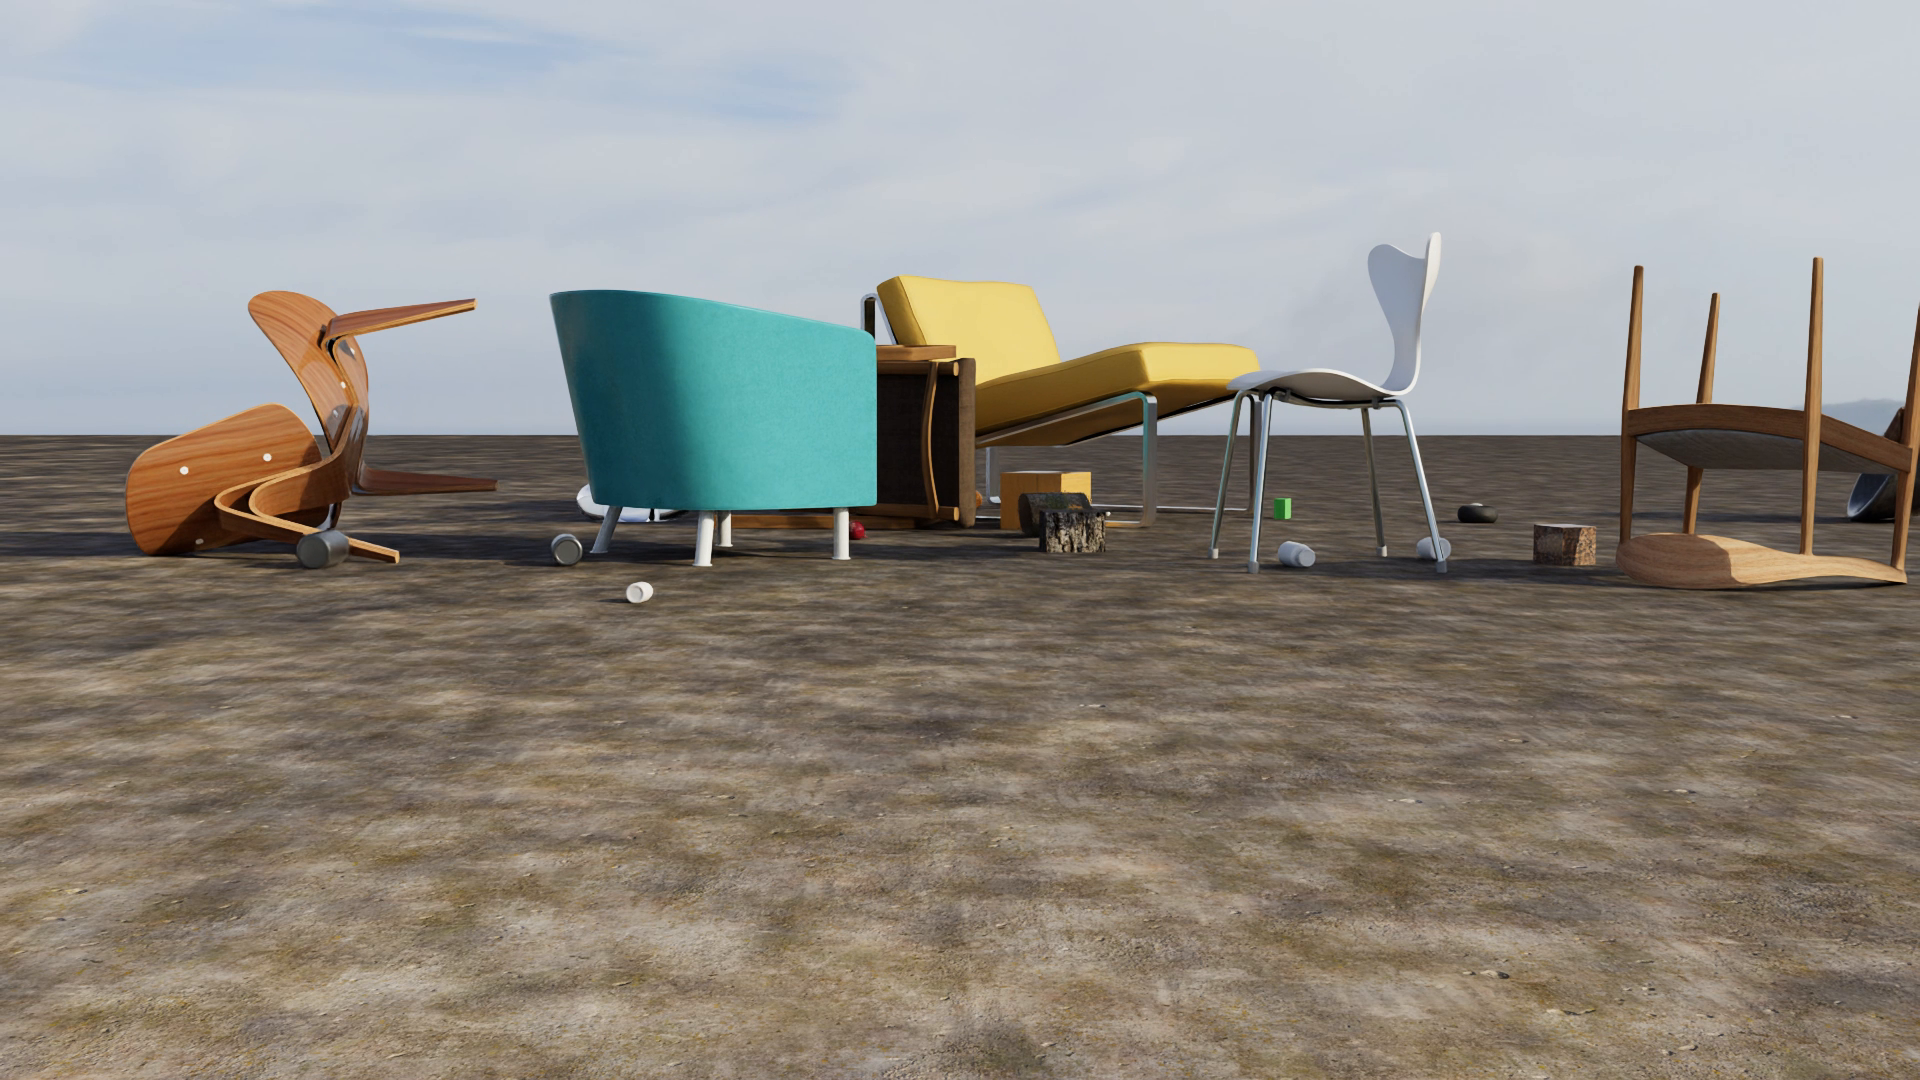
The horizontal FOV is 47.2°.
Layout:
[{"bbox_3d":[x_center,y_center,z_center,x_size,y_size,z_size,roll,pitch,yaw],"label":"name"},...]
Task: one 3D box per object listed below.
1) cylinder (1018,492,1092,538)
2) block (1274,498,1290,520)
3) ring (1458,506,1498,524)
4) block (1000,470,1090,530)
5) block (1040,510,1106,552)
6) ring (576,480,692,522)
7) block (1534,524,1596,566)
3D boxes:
[{"bbox_3d":[0.289,-0.076,6.675,0.188,0.116,0.179,-1,33,-14],"label":"cylinder"},{"bbox_3d":[1.121,-0.109,7.643,0.039,0.068,0.077,2,4,23],"label":"block"},{"bbox_3d":[1.744,-0.086,7.406,0.137,0.055,0.124,0,5,-16],"label":"ring"},{"bbox_3d":[0.277,-0.128,7.089,0.219,0.180,0.204,2,5,30],"label":"block"},{"bbox_3d":[0.312,-0.027,6.132,0.163,0.110,0.174,0,4,-4],"label":"block"},{"bbox_3d":[-1.124,-0.133,7.592,0.424,0.126,0.364,4,6,37],"label":"ring"},{"bbox_3d":[1.557,0.012,5.666,0.101,0.097,0.122,-1,4,-21],"label":"block"}]
